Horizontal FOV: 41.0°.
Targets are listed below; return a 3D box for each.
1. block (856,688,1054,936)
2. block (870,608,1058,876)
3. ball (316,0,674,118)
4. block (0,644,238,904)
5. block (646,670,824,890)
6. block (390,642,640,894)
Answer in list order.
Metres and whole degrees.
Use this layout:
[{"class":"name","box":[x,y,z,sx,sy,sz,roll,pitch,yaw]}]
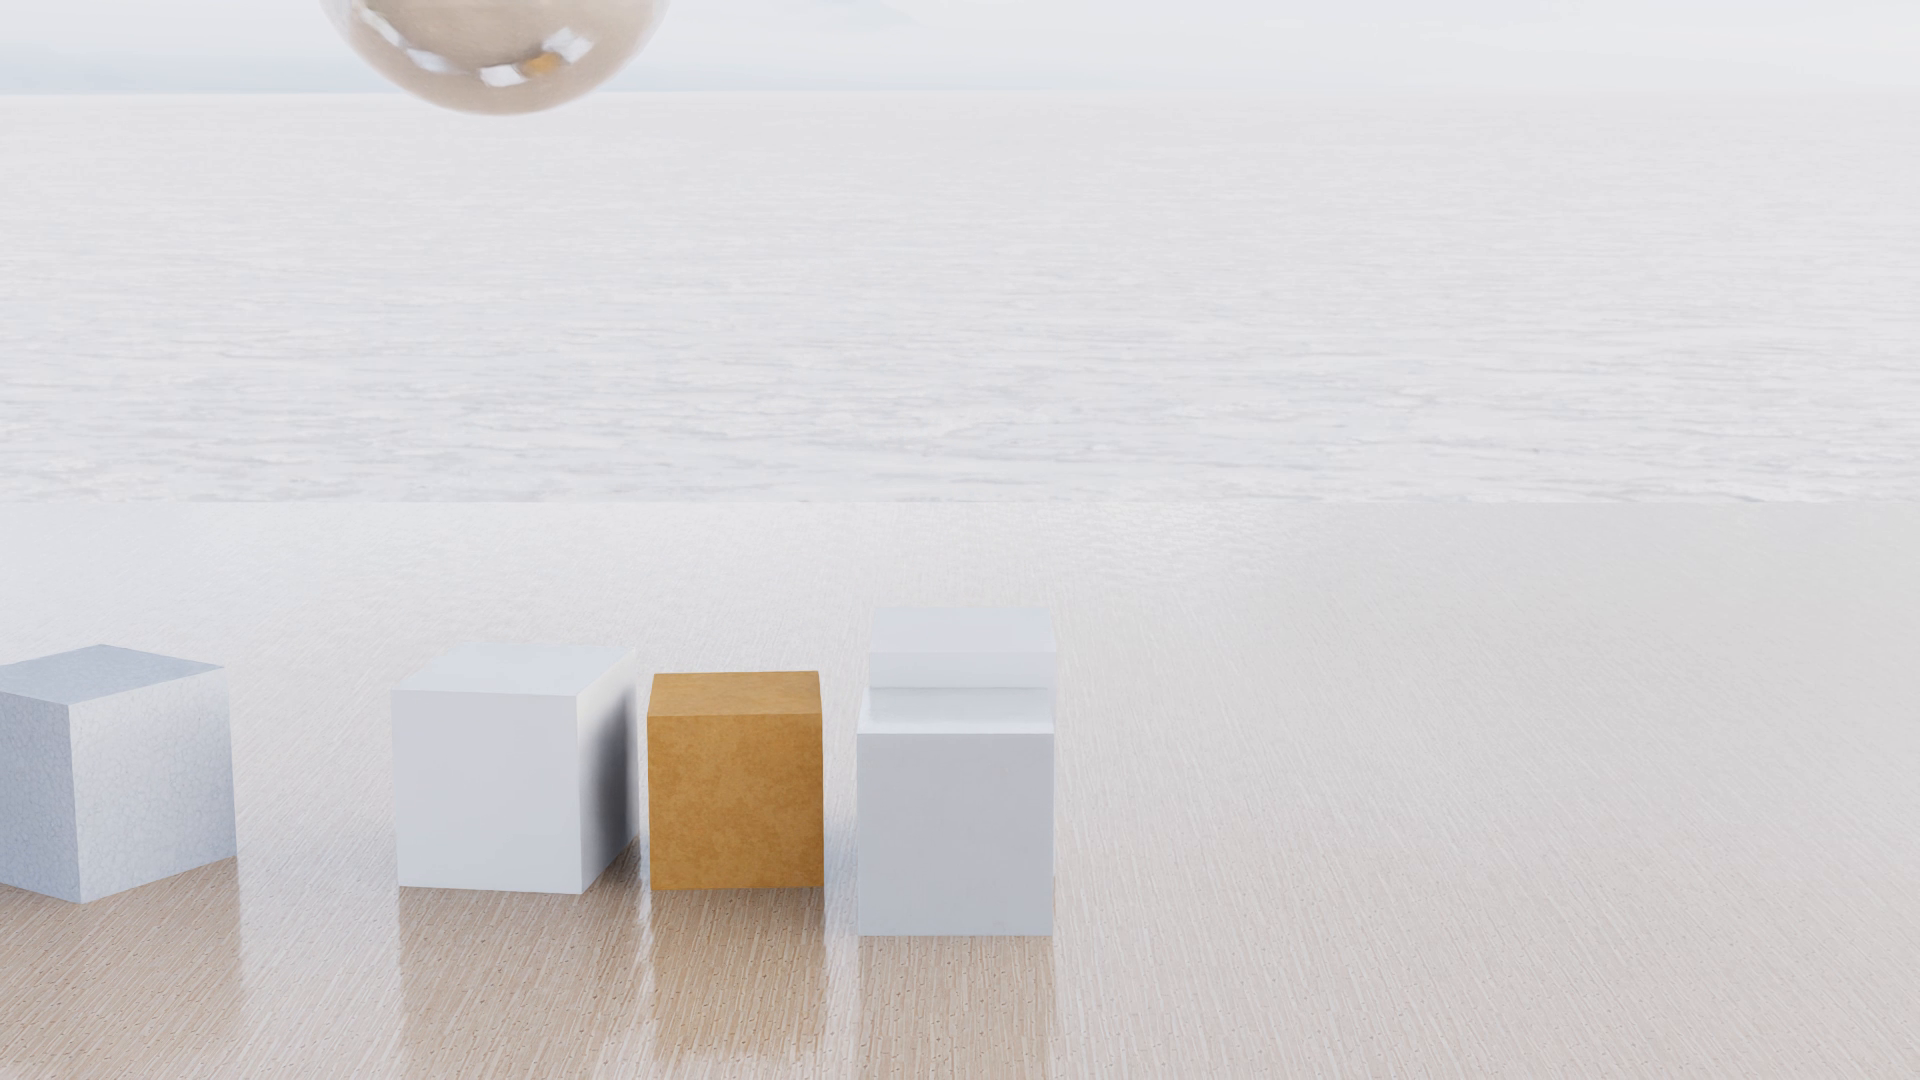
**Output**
[{"class":"block","box":[-0.018,1.139,10.899,0.803,0.860,0.791,0,10,0]},{"class":"block","box":[0.013,0.904,11.752,0.820,1.016,0.951,0,10,0]},{"class":"ball","box":[-1.945,-2.573,10.713,1.600,1.600,1.600,0,10,0]},{"class":"block","box":[-3.888,1.023,11.489,0.865,0.877,0.853,7,12,33]},{"class":"block","box":[-1.001,1.066,11.525,0.756,0.780,0.807,-1,10,-4]},{"class":"block","box":[-1.982,1.006,11.561,0.830,0.884,0.953,1,10,8]}]
